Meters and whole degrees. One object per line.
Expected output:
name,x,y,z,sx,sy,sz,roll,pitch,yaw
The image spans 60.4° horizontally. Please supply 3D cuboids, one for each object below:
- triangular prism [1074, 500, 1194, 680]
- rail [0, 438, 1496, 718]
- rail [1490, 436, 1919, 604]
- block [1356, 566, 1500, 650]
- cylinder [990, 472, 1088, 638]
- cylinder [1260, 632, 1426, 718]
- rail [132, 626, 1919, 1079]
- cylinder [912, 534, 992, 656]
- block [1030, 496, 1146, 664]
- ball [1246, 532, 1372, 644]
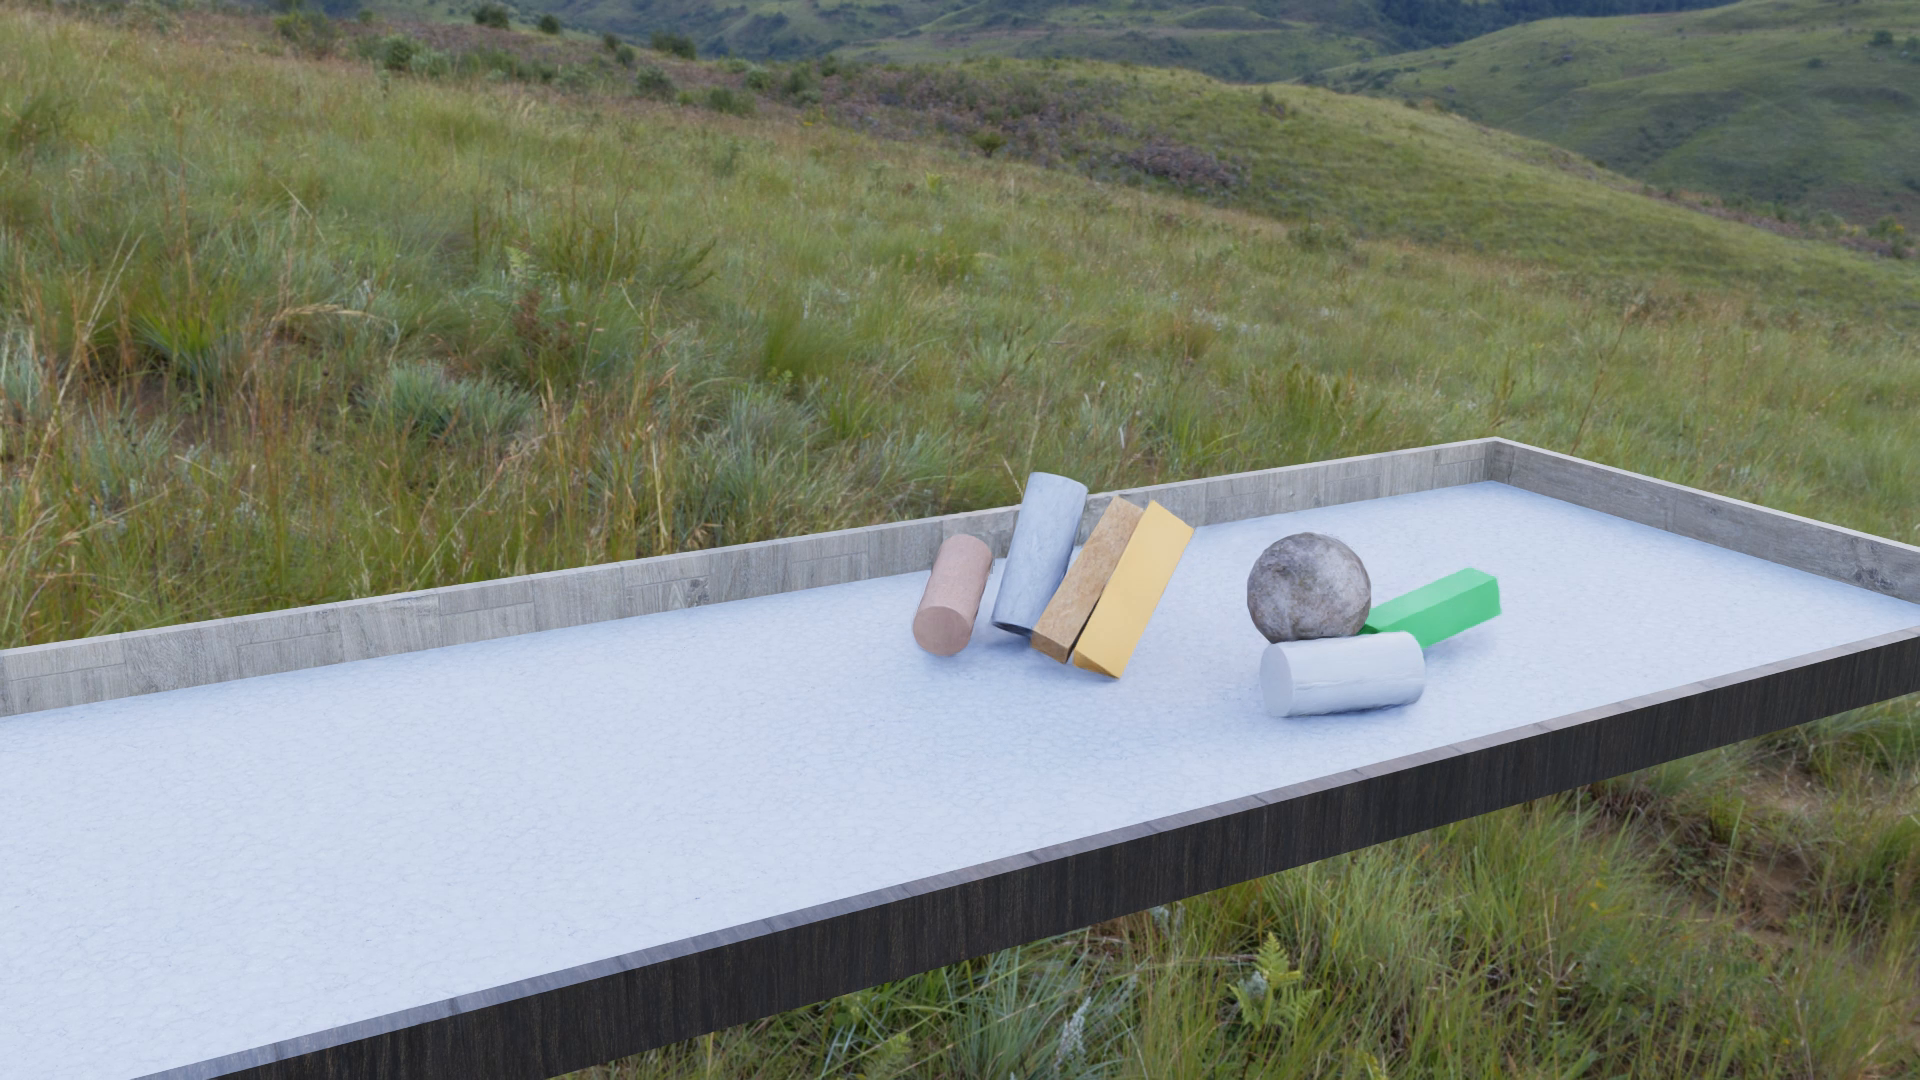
triangular prism,0.422,0.130,4.250,0.147,0.446,0.127,34,-17,-17
rail,-3.305,0.497,3.399,12.000,0.150,0.050,-9,18,-27
rail,2.466,-0.048,5.253,0.050,0.150,2.100,-9,18,-27
block,1.228,0.199,4.337,0.391,0.108,0.108,-20,23,-19
cylinder,0.213,0.043,4.425,0.164,0.417,0.164,15,-10,3
cylinder,0.915,0.321,3.949,0.344,0.177,0.177,-4,17,-15
rail,-2.336,1.006,1.665,12.000,0.150,0.050,-9,18,-27
cylinder,-0.017,0.145,4.448,0.154,0.154,0.382,3,29,9
block,0.342,0.102,4.317,0.103,0.103,0.457,28,65,12
ball,0.866,0.135,4.097,0.306,0.306,0.306,0,16,0
